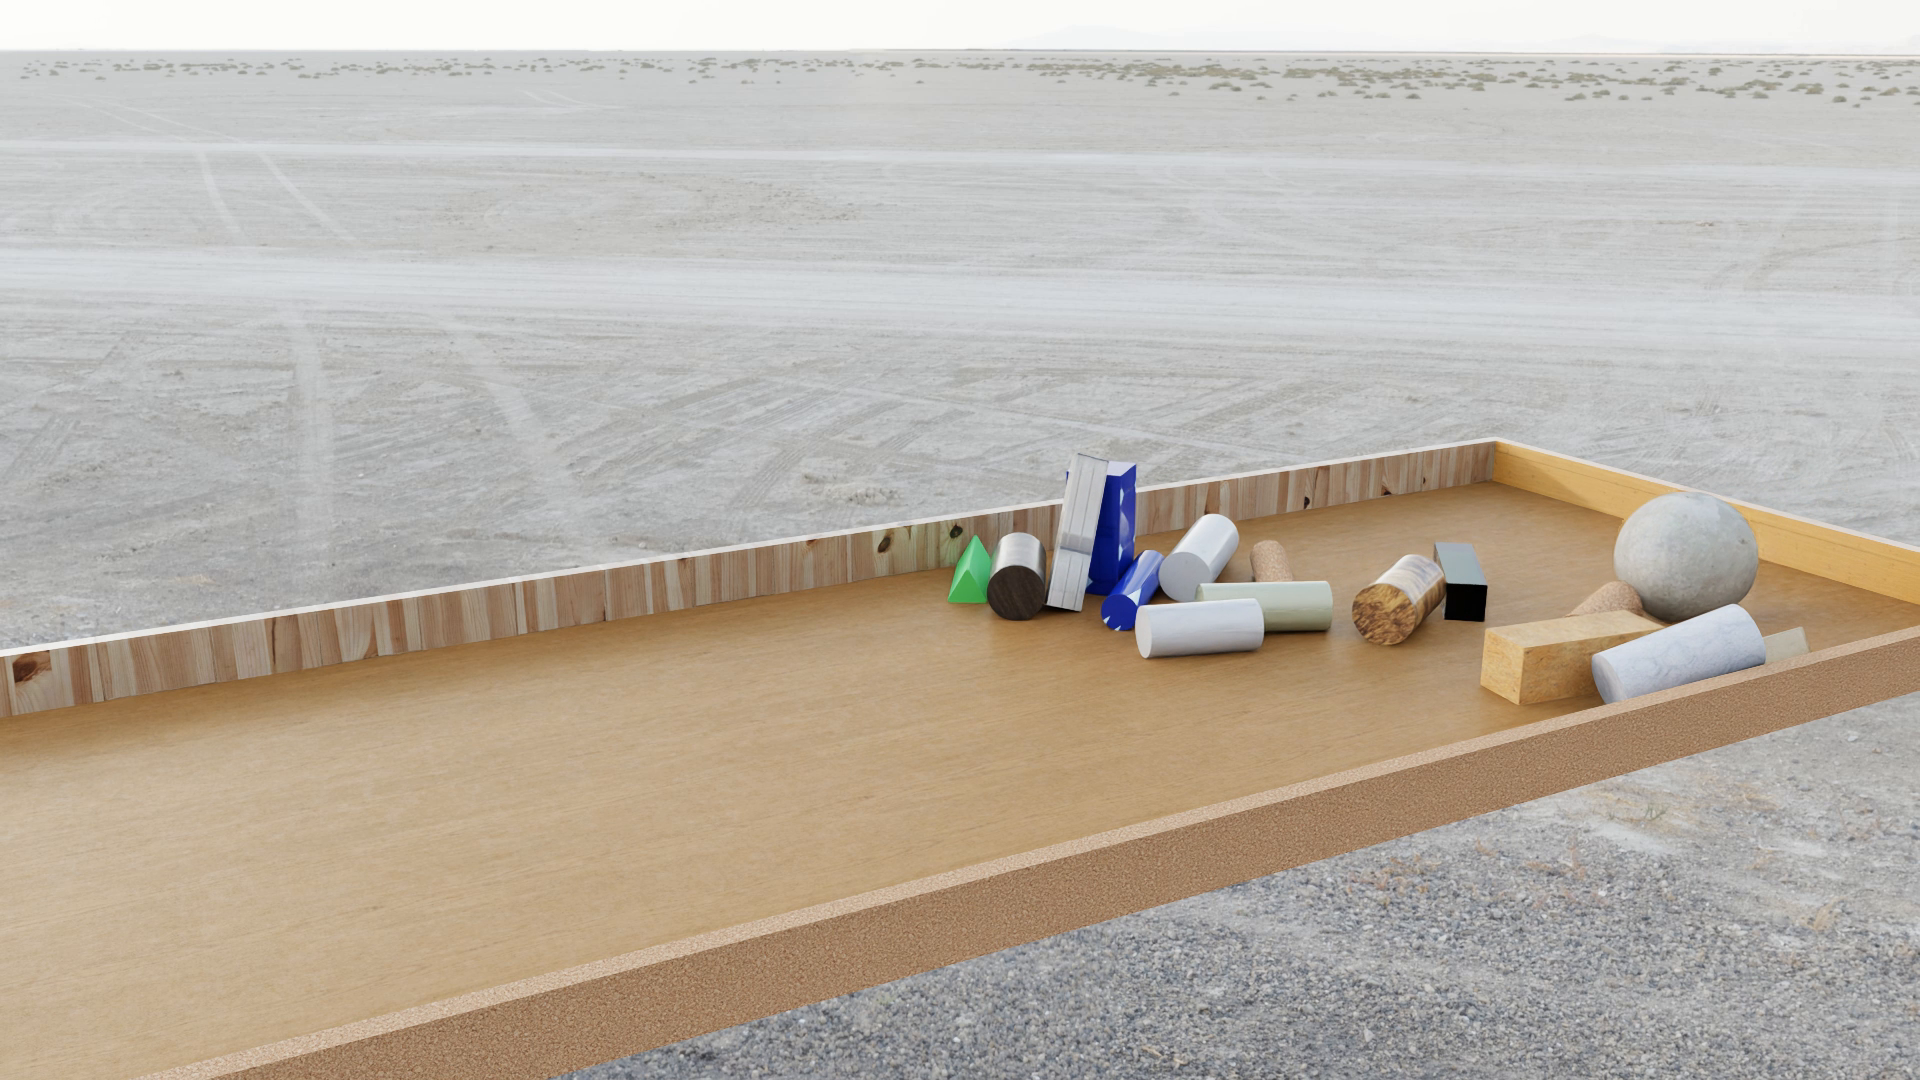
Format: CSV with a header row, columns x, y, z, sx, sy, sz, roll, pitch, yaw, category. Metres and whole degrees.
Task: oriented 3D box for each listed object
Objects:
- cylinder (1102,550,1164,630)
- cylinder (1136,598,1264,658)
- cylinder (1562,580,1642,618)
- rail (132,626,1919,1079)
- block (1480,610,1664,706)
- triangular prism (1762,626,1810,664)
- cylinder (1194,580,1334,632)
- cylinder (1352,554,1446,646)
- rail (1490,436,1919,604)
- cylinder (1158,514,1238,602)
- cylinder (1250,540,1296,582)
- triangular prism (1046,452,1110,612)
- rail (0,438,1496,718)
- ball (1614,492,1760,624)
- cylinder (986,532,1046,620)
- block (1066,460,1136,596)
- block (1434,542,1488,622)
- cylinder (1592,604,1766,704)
x,y,z,sx,sy,sz,roll,pitch,yaw,category
0.501,0.139,4.697,0.105,0.105,0.438,5,17,17,cylinder
0.628,0.231,4.328,0.306,0.137,0.137,-3,17,-11,cylinder
1.701,0.214,4.400,0.127,0.127,0.359,12,20,35,cylinder
-2.336,1.006,1.665,12.000,0.150,0.050,-9,18,-27,rail
1.526,0.290,4.107,0.425,0.148,0.148,-6,17,-19,block
1.963,0.304,4.108,0.414,0.112,0.130,-10,19,-30,triangular prism
0.826,0.183,4.494,0.349,0.135,0.135,-1,16,-4,cylinder
1.203,0.160,4.508,0.170,0.170,0.308,9,19,29,cylinder
2.466,-0.048,5.253,0.050,0.150,2.100,-9,18,-27,rail
0.716,0.050,4.913,0.153,0.153,0.427,6,17,19,cylinder
0.913,0.111,4.783,0.109,0.109,0.426,1,16,5,cylinder
0.309,-0.024,4.685,0.116,0.434,0.101,12,-3,-31,triangular prism
-3.305,0.497,3.399,12.000,0.150,0.050,-9,18,-27,rail
1.998,0.048,4.542,0.366,0.366,0.366,0,16,0,ball
0.165,0.101,4.723,0.162,0.162,0.329,1,16,4,cylinder
0.412,-0.037,4.836,0.162,0.363,0.162,6,17,21,block
1.441,0.117,4.767,0.108,0.108,0.409,3,17,10,block
1.700,0.287,3.908,0.346,0.163,0.163,-20,18,-1,cylinder
